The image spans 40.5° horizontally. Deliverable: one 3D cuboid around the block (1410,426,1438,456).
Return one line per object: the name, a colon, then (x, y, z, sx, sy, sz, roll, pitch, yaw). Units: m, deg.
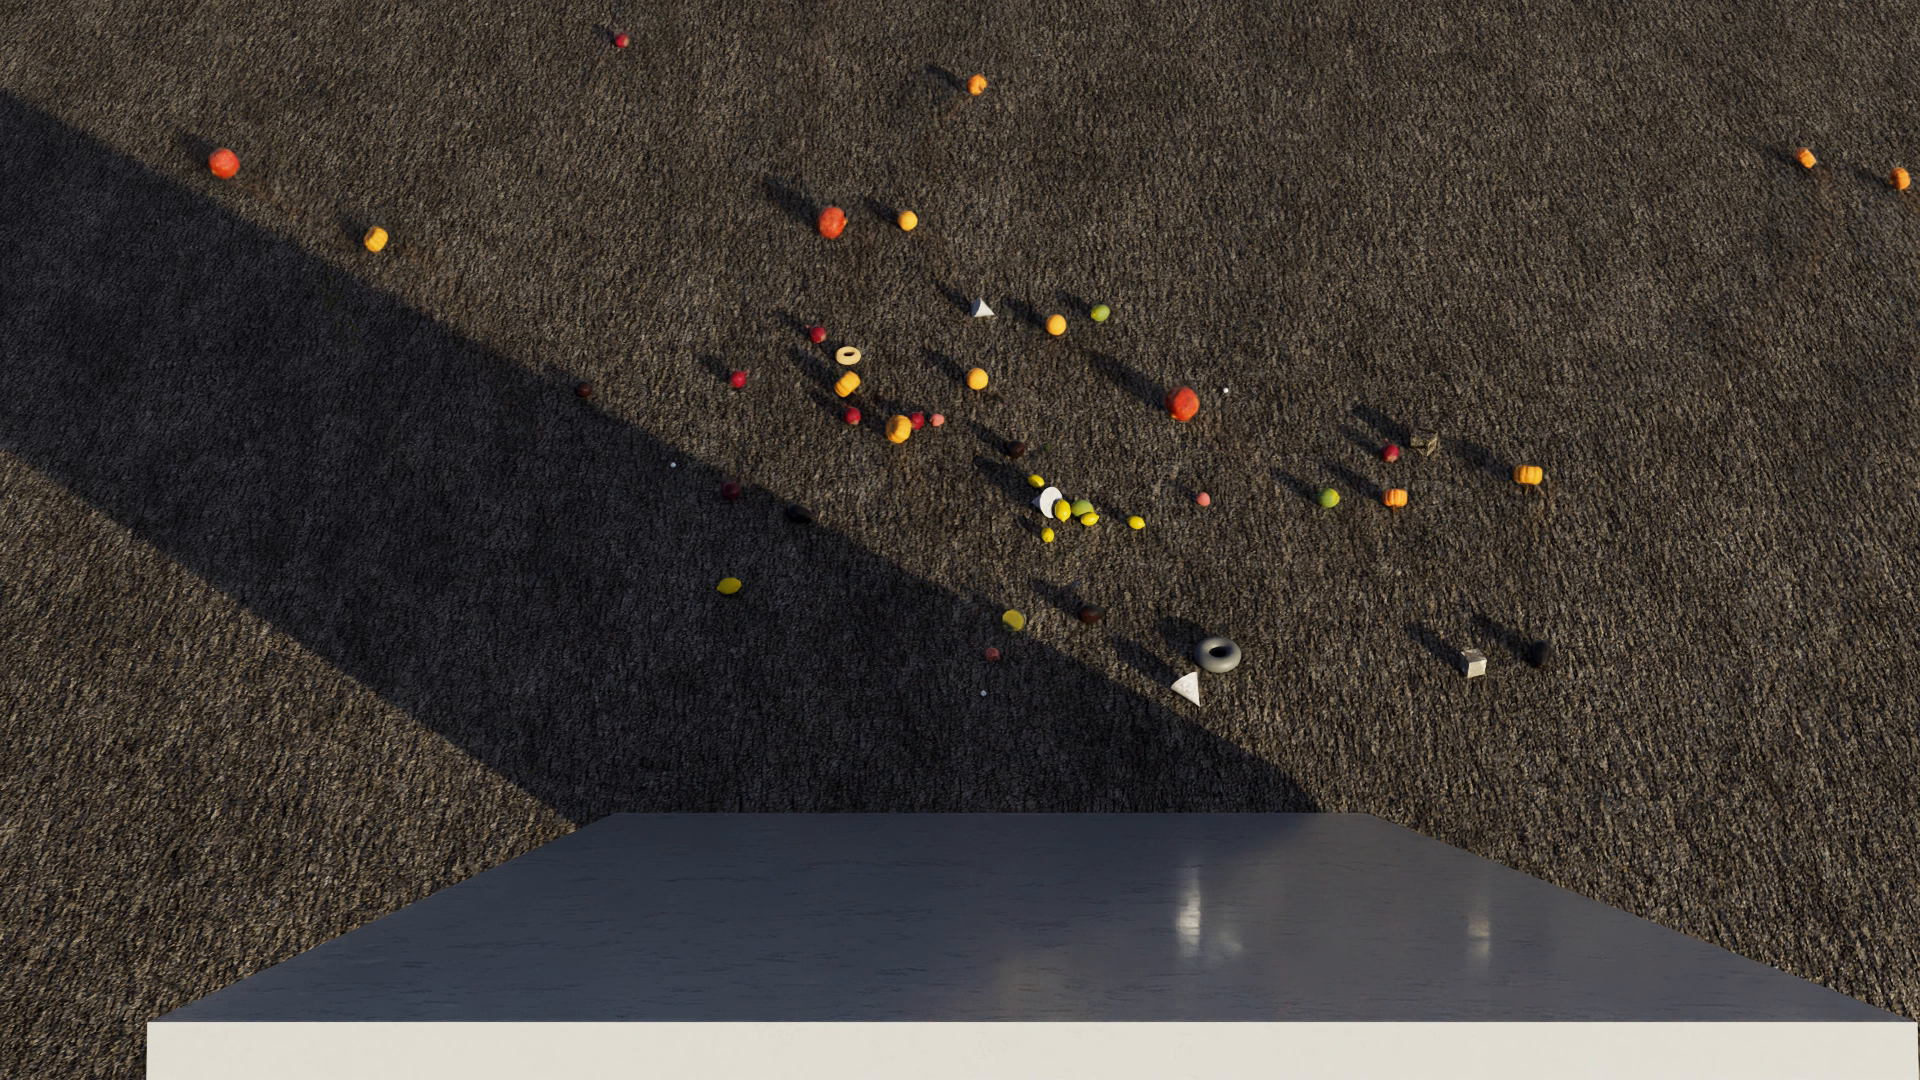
block: (1.495, -0.319, 8.390, 0.064, 0.064, 0.064, 23, 43, 28)

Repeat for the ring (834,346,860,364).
ring: (-0.381, -0.625, 8.823, 0.088, 0.029, 0.088, 1, 38, -1)

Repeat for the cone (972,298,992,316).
cone: (0.089, -0.796, 9.046, 0.072, 0.072, 0.072, 21, 31, -22)

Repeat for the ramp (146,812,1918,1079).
ramp: (0.082, 0.686, 4.936, 2.000, 0.100, 4.000, 0, -3, 0)

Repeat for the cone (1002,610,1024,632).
cone: (0.165, 0.233, 7.690, 0.066, 0.066, 0.066, 13, 12, 16)

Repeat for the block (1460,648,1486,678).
block: (1.480, 0.355, 7.509, 0.054, 0.054, 0.054, -11, 39, -14)

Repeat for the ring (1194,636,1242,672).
ring: (0.747, 0.333, 7.547, 0.137, 0.046, 0.137, -1, 38, 1)

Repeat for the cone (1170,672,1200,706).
cone: (0.660, 0.438, 7.412, 0.088, 0.088, 0.088, -21, 69, -25)

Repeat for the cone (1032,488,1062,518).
cone: (0.254, -0.118, 8.143, 0.096, 0.096, 0.096, -33, 21, -35)
